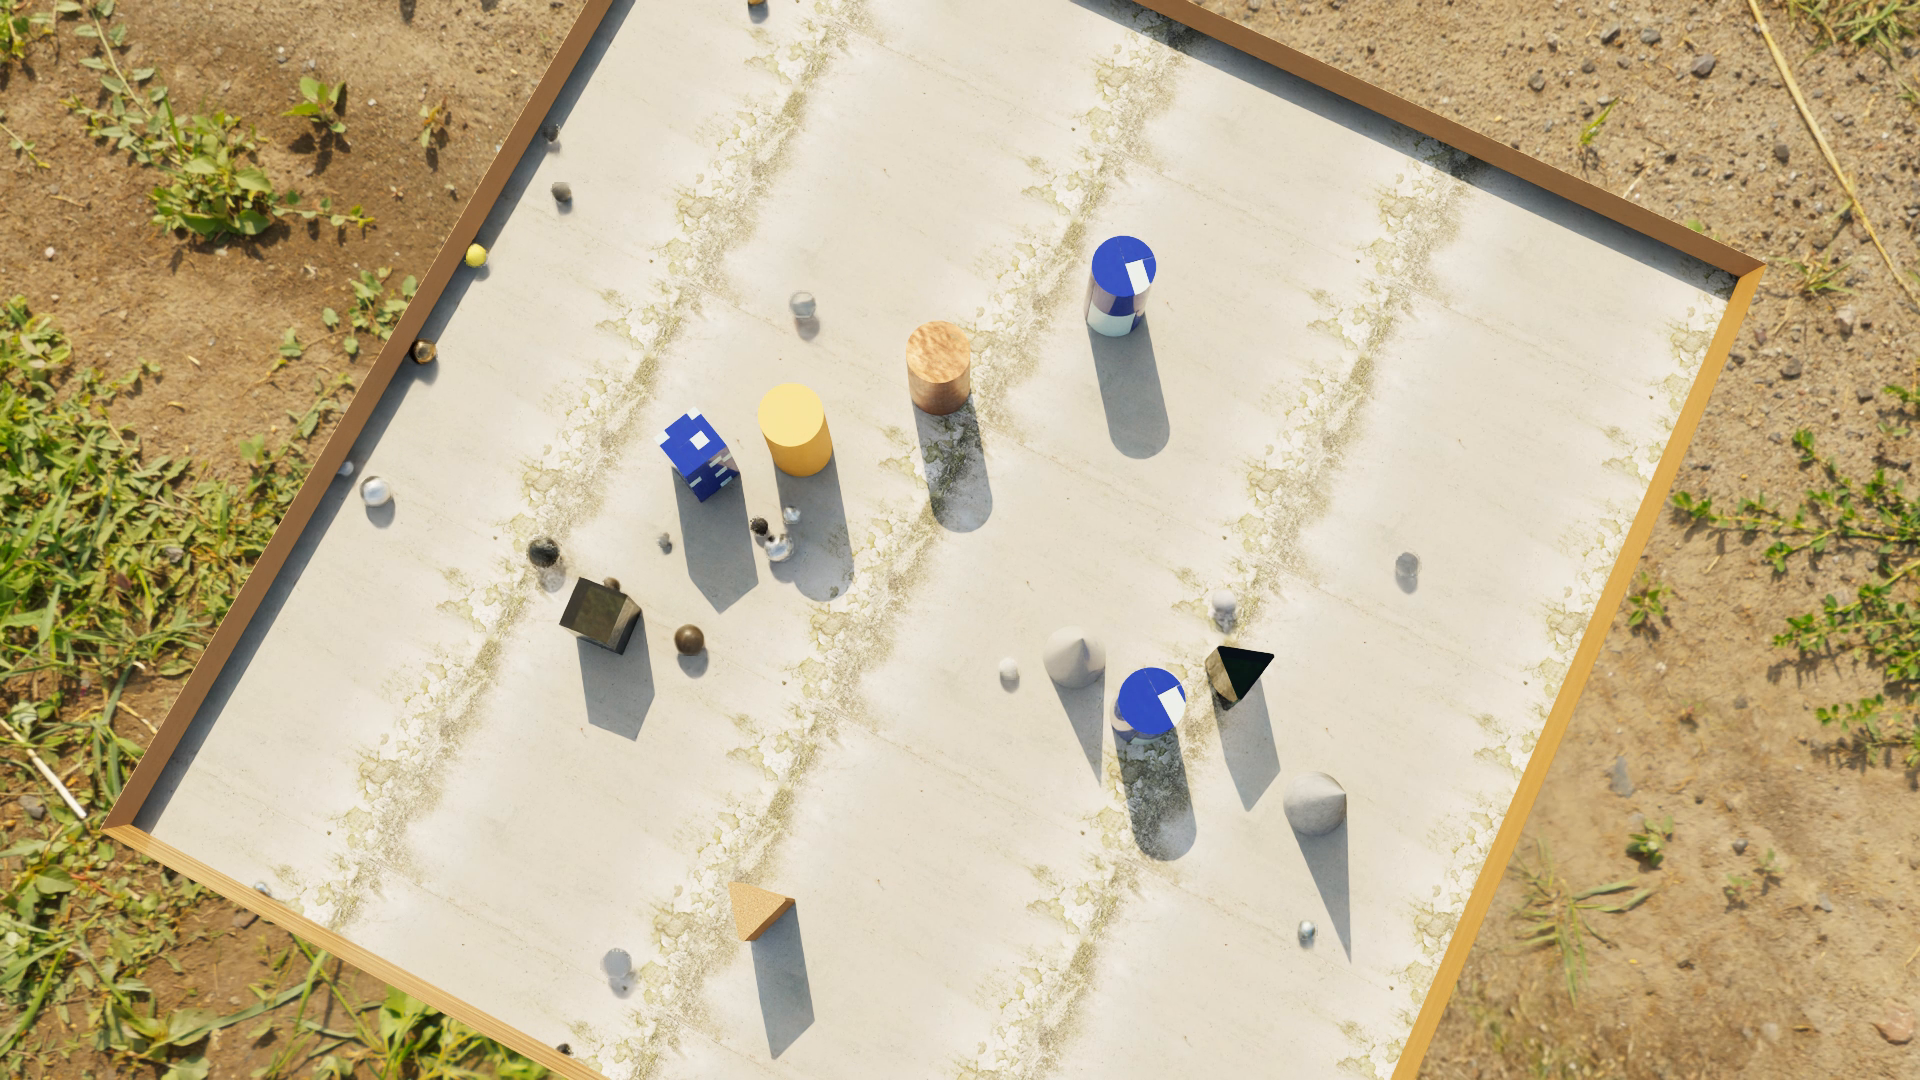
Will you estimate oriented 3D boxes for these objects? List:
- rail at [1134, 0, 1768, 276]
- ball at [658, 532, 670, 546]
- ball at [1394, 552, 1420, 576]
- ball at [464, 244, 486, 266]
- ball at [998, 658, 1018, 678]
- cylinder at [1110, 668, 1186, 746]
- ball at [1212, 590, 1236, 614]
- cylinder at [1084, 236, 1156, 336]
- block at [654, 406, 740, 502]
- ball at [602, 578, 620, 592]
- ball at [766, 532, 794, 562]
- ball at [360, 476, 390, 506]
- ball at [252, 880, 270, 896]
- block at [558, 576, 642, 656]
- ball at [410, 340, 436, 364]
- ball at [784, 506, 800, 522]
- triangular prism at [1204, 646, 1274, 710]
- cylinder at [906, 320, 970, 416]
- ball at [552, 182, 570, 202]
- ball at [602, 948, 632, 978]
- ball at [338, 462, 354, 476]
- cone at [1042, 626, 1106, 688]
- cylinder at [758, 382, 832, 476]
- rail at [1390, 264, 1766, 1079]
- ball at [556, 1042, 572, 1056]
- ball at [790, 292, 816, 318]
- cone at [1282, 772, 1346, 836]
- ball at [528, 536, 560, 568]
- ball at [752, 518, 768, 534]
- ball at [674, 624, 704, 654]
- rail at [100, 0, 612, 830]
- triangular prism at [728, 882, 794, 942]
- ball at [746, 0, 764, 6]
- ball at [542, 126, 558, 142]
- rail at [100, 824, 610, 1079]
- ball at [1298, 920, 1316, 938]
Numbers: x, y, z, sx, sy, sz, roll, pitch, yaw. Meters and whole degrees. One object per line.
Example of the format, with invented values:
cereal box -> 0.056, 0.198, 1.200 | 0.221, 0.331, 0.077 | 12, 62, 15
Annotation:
rail -> 0.836, -1.630, 5.889 | 3.693, 0.124, 0.045 | 26, 80, 5
ball -> -0.905, -0.005, 5.597 | 0.040, 0.040, 0.040 | 0, 78, 0
ball -> 1.357, 0.074, 5.564 | 0.072, 0.072, 0.072 | 0, 78, 0
ball -> -1.524, -0.897, 5.768 | 0.066, 0.066, 0.066 | 0, 78, 0
ball -> 0.145, 0.385, 5.505 | 0.062, 0.062, 0.062 | 0, 78, 0
cylinder -> 0.544, 0.488, 5.348 | 0.191, 0.328, 0.191 | 0, 78, 0
ball -> 0.798, 0.188, 5.539 | 0.076, 0.076, 0.076 | 0, 78, 0
cylinder -> 0.483, -0.769, 5.583 | 0.191, 0.378, 0.191 | 0, 78, 0
block -> -0.786, -0.252, 5.499 | 0.153, 0.332, 0.153 | -39, 81, -7
ball -> -1.057, 0.141, 5.559 | 0.055, 0.055, 0.055 | 0, 78, 0
ball -> -0.547, 0.022, 5.567 | 0.089, 0.089, 0.089 | 0, 78, 0
ball -> -1.788, -0.151, 5.601 | 0.092, 0.092, 0.092 | 0, 78, 0
ball -> -2.051, 1.025, 5.379 | 0.050, 0.050, 0.050 | 0, 78, 0
block -> -1.065, 0.228, 5.443 | 0.153, 0.248, 0.153 | 21, 79, 4
ball -> -1.672, -0.584, 5.698 | 0.077, 0.077, 0.077 | 0, 78, 0
ball -> -0.515, -0.079, 5.608 | 0.050, 0.050, 0.050 | 0, 78, 0
triangular prism -> 0.795, 0.378, 5.392 | 0.143, 0.287, 0.166 | 38, 81, 7
cylinder -> -0.064, -0.516, 5.541 | 0.191, 0.356, 0.191 | 0, 78, 0
ball -> -1.264, -1.104, 5.815 | 0.058, 0.058, 0.058 | 0, 78, 0
ball -> -0.995, 1.228, 5.318 | 0.086, 0.086, 0.086 | 0, 78, 0
ball -> -1.890, -0.220, 5.638 | 0.047, 0.047, 0.047 | 0, 78, 0
cone -> 0.346, 0.315, 5.358 | 0.191, 0.379, 0.191 | 0, 78, 0
cylinder -> -0.490, -0.326, 5.493 | 0.191, 0.373, 0.191 | 0, 78, 0
rail -> 1.630, 0.805, 5.386 | 0.045, 0.124, 3.784 | 26, 80, 5
ball -> -1.145, 1.474, 5.288 | 0.045, 0.045, 0.045 | 0, 78, 0
ball -> -0.489, -0.735, 5.725 | 0.084, 0.084, 0.084 | 0, 78, 0
cone -> 1.056, 0.738, 5.232 | 0.191, 0.454, 0.191 | 0, 78, 0
ball -> -1.262, 0.038, 5.560 | 0.096, 0.096, 0.096 | 0, 78, 0
ball -> -0.611, -0.042, 5.599 | 0.052, 0.052, 0.052 | 0, 78, 0
ball -> -0.815, 0.299, 5.507 | 0.093, 0.093, 0.093 | 0, 78, 0
rail -> -1.630, -0.792, 5.716 | 0.045, 0.124, 3.784 | 26, 80, 5
triangular prism -> -0.594, 1.034, 5.237 | 0.166, 0.324, 0.143 | -43, 82, -8
ball -> -0.664, -1.774, 5.946 | 0.073, 0.073, 0.073 | 0, 78, 0
ball -> -1.310, -1.301, 5.860 | 0.050, 0.050, 0.050 | 0, 78, 0
rail -> -0.836, 1.643, 5.212 | 3.693, 0.124, 0.045 | 26, 80, 5
ball -> 1.014, 1.136, 5.355 | 0.051, 0.051, 0.051 | 0, 78, 0
